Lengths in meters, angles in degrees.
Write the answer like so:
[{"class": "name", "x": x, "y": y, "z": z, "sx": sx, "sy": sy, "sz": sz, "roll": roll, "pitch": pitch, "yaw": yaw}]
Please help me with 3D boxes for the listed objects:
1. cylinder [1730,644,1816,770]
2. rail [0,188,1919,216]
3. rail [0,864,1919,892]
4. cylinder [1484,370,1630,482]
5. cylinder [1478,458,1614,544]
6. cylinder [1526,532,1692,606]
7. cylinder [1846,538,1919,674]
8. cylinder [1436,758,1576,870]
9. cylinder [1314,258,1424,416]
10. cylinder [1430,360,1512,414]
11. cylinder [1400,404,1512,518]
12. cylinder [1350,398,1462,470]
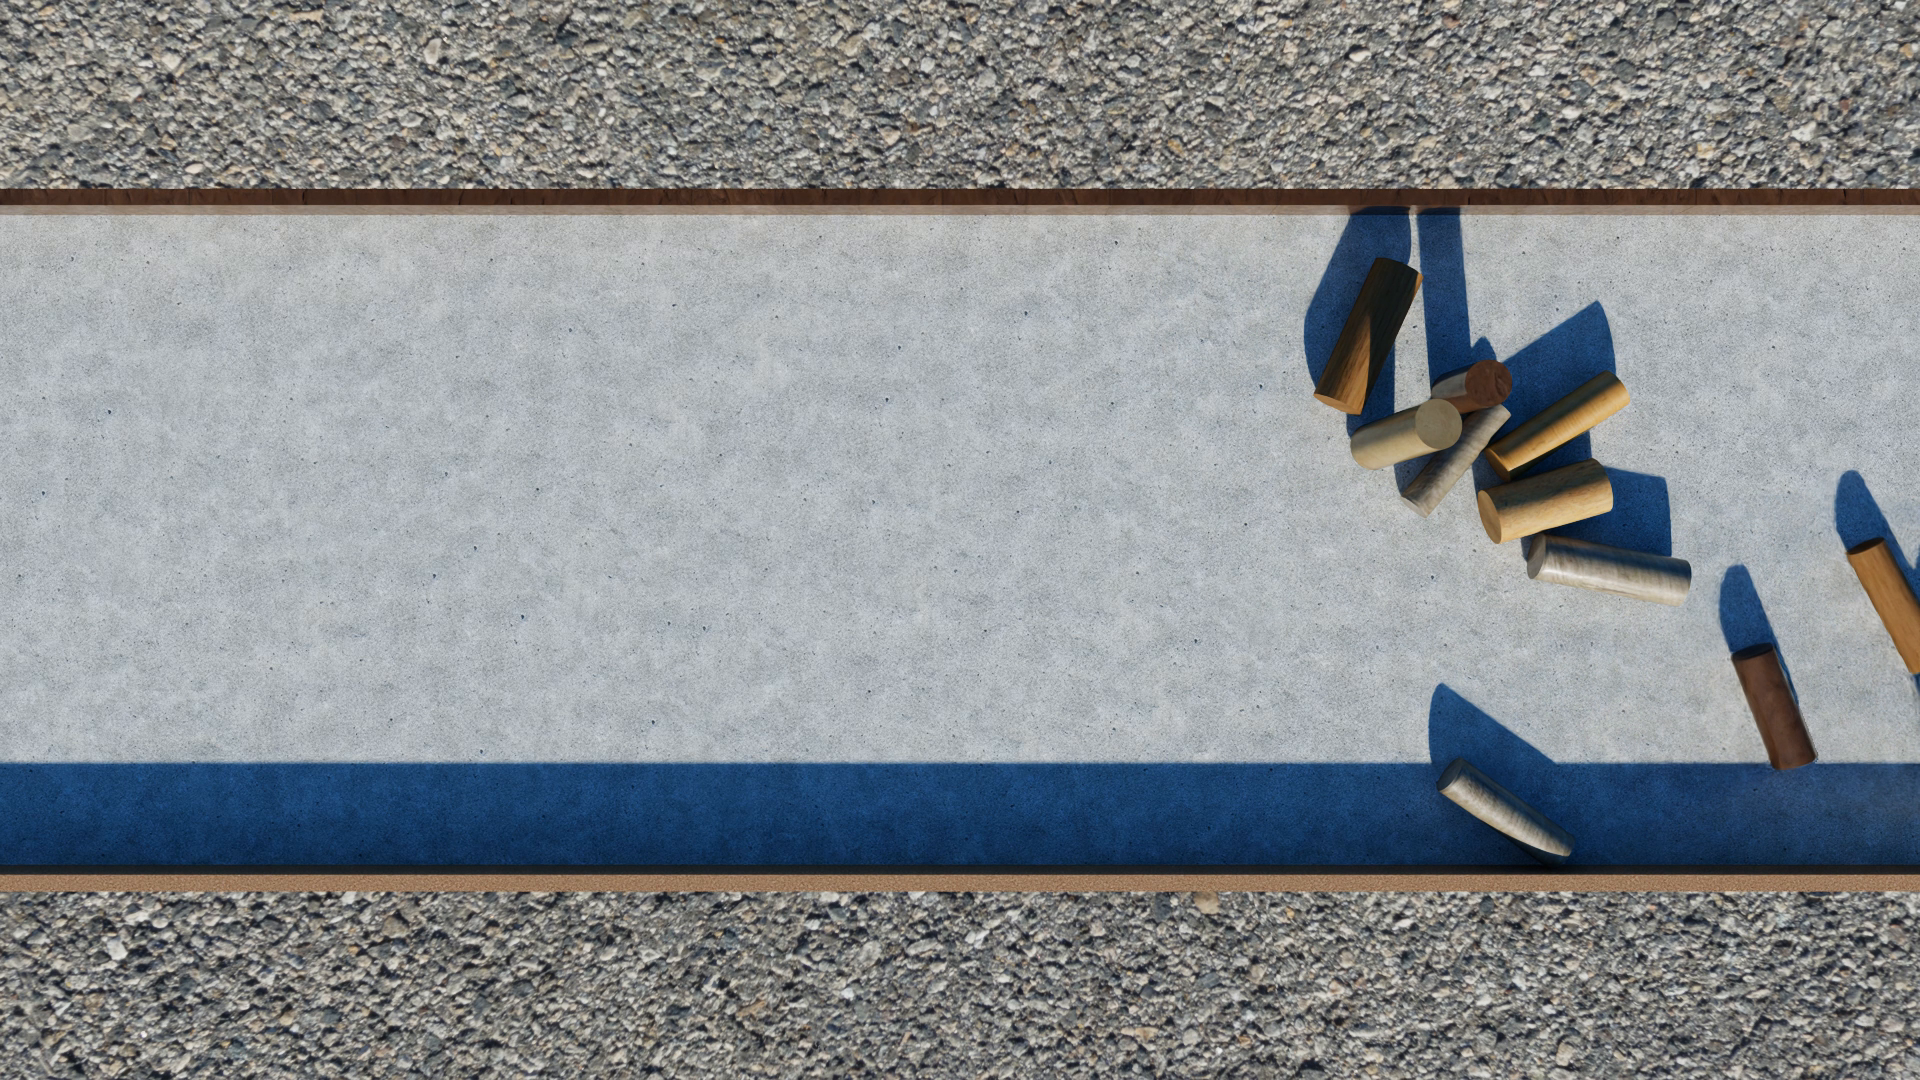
[{"class": "cylinder", "x": 2.471, "y": 0.506, "z": 5.014, "sx": 0.125, "sy": 0.125, "sz": 0.362, "roll": -21, "pitch": 90, "yaw": 0}, {"class": "rail", "x": -2.247, "y": -1.025, "z": 5.002, "sx": 12.000, "sy": 0.150, "sz": 0.050, "roll": 0, "pitch": 90, "yaw": 0}, {"class": "rail", "x": -2.247, "y": 1.025, "z": 5.001, "sx": 12.000, "sy": 0.150, "sz": 0.050, "roll": 0, "pitch": 90, "yaw": 0}, {"class": "cylinder", "x": 1.814, "y": -0.345, "z": 5.014, "sx": 0.431, "sy": 0.126, "sz": 0.126, "roll": -33, "pitch": 90, "yaw": 0}, {"class": "cylinder", "x": 1.769, "y": -0.118, "z": 4.992, "sx": 0.347, "sy": 0.171, "sz": 0.171, "roll": -16, "pitch": 90, "yaw": 0}, {"class": "cylinder", "x": 1.966, "y": 0.089, "z": 5.003, "sx": 0.444, "sy": 0.146, "sz": 0.146, "roll": 11, "pitch": 90, "yaw": 0}, {"class": "cylinder", "x": 2.851, "y": 0.199, "z": 5.020, "sx": 0.113, "sy": 0.113, "sz": 0.409, "roll": -29, "pitch": 90, "yaw": 0}, {"class": "cylinder", "x": 1.658, "y": 0.830, "z": 5.014, "sx": 0.414, "sy": 0.125, "sz": 0.125, "roll": 35, "pitch": 90, "yaw": 0}, {"class": "cylinder", "x": 1.237, "y": -0.616, "z": 4.999, "sx": 0.155, "sy": 0.155, "sz": 0.453, "roll": 25, "pitch": 90, "yaw": 0}, {"class": "cylinder", "x": 1.517, "y": -0.450, "z": 4.903, "sx": 0.136, "sy": 0.346, "sz": 0.136, "roll": 0, "pitch": 90, "yaw": 0}, {"class": "cylinder", "x": 1.509, "y": -0.252, "z": 5.025, "sx": 0.103, "sy": 0.103, "sz": 0.399, "roll": 40, "pitch": 90, "yaw": 0}, {"class": "cylinder", "x": 1.307, "y": -0.307, "z": 4.855, "sx": 0.145, "sy": 0.422, "sz": 0.145, "roll": 1, "pitch": 84, "yaw": -11}]
